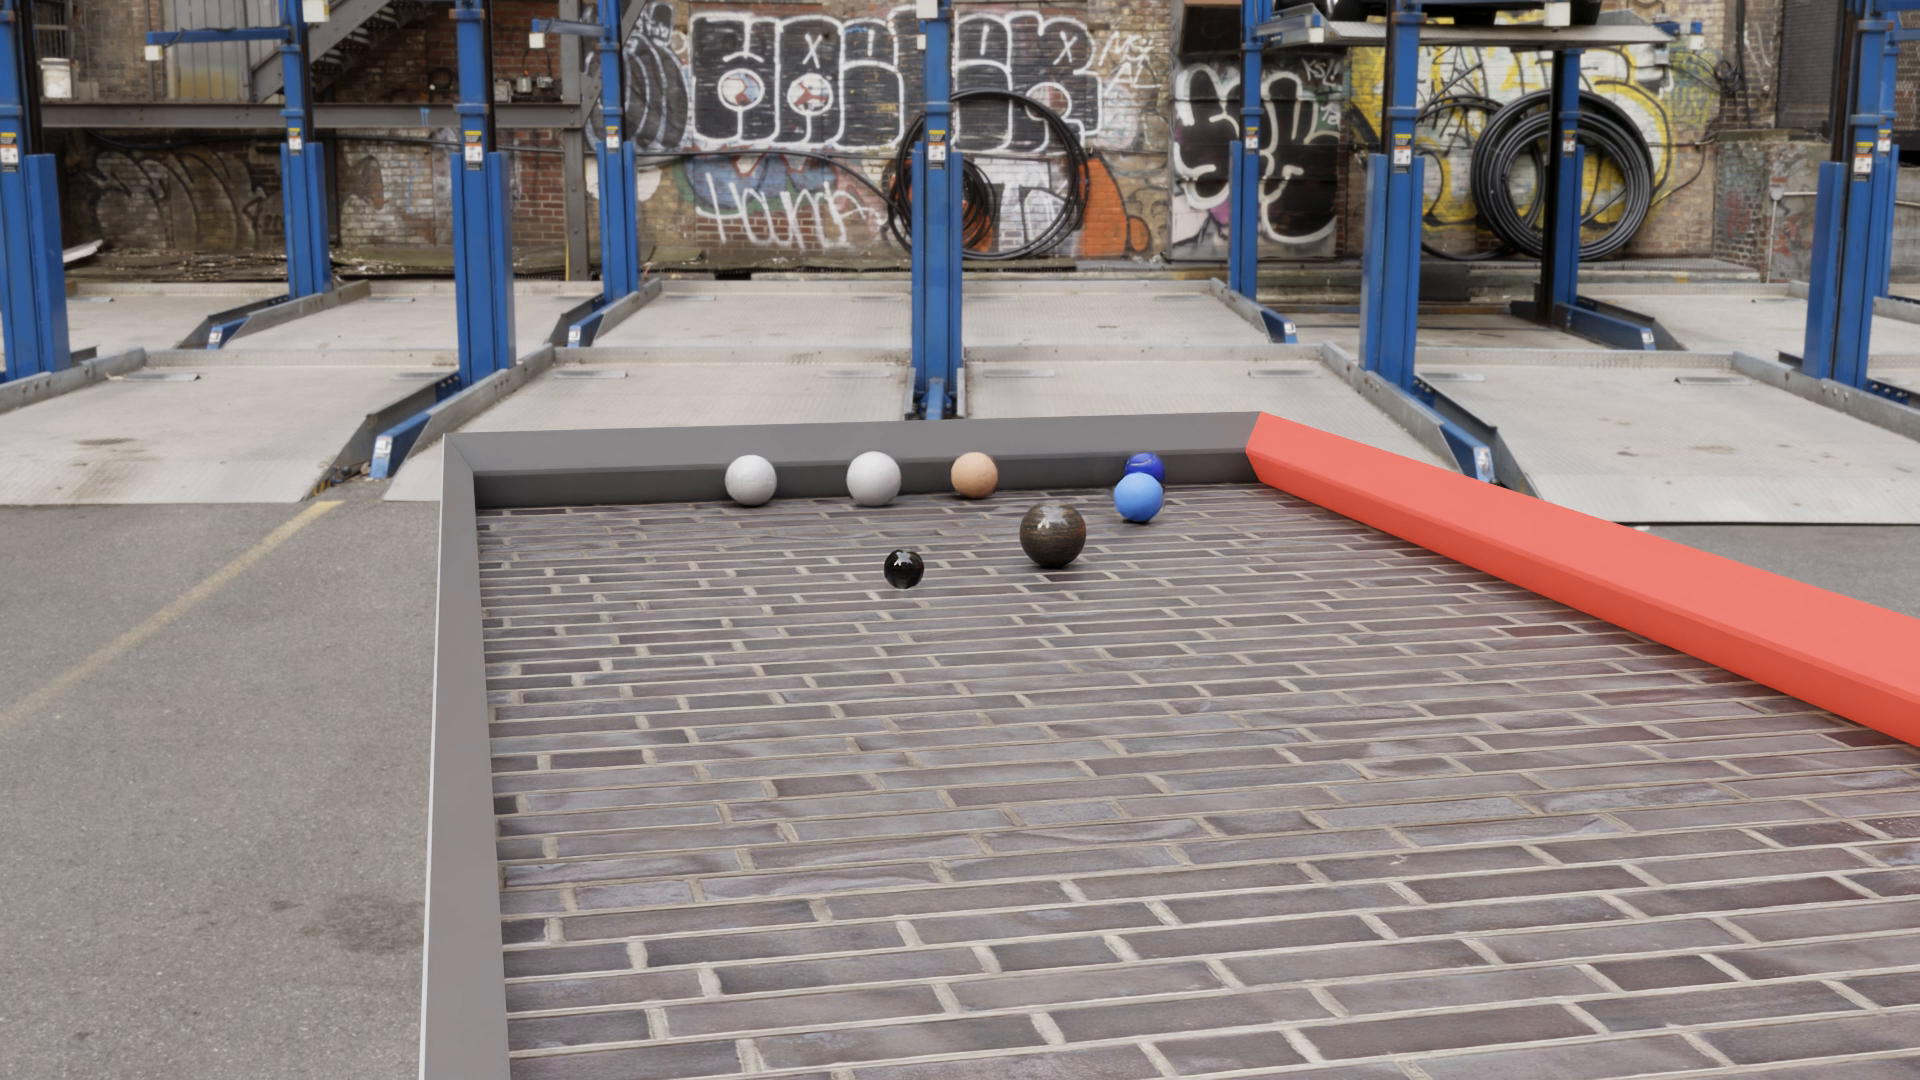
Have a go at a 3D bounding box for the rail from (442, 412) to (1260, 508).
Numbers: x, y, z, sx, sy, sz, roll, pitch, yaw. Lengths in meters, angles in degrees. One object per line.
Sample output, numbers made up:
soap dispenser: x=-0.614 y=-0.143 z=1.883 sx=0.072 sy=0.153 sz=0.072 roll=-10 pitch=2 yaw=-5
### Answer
rail: x=-0.151 y=-0.138 z=3.770 sx=1.429 sy=0.124 sz=0.045 roll=-2 pitch=10 yaw=-13

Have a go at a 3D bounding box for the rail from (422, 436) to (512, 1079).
rail: x=-0.517 y=0.122 z=2.287 sx=0.045 sy=0.124 sz=2.822 roll=-2 pitch=10 yaw=-13

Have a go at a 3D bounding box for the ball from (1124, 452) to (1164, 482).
ball: x=0.320 y=-0.119 z=3.835 sx=0.068 sy=0.068 sz=0.068 roll=0 pitch=10 yaw=0

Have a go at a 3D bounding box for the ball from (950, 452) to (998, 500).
ball: x=0.024 y=-0.110 z=3.744 sx=0.080 sy=0.080 sz=0.080 roll=0 pitch=10 yaw=0

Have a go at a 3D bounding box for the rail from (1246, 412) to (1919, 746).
rail: x=0.830 y=0.069 z=2.588 sx=0.045 sy=0.124 sz=2.822 roll=-2 pitch=10 yaw=-13

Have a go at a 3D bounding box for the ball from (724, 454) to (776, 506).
ball: x=-0.349 y=-0.099 z=3.666 sx=0.086 sy=0.086 sz=0.086 roll=0 pitch=10 yaw=0

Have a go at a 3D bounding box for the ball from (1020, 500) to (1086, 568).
ball: x=0.132 y=-0.009 z=3.124 sx=0.096 sy=0.096 sz=0.096 roll=0 pitch=10 yaw=0

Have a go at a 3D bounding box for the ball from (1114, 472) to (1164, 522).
ball: x=0.285 y=-0.068 z=3.509 sx=0.080 sy=0.080 sz=0.080 roll=0 pitch=10 yaw=0

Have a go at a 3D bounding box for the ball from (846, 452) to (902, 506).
ball: x=-0.144 y=-0.102 z=3.666 sx=0.092 sy=0.092 sz=0.092 roll=0 pitch=10 yaw=0

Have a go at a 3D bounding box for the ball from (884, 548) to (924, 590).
ball: x=-0.076 y=0.039 z=2.967 sx=0.055 sy=0.055 sz=0.055 roll=0 pitch=10 yaw=0
